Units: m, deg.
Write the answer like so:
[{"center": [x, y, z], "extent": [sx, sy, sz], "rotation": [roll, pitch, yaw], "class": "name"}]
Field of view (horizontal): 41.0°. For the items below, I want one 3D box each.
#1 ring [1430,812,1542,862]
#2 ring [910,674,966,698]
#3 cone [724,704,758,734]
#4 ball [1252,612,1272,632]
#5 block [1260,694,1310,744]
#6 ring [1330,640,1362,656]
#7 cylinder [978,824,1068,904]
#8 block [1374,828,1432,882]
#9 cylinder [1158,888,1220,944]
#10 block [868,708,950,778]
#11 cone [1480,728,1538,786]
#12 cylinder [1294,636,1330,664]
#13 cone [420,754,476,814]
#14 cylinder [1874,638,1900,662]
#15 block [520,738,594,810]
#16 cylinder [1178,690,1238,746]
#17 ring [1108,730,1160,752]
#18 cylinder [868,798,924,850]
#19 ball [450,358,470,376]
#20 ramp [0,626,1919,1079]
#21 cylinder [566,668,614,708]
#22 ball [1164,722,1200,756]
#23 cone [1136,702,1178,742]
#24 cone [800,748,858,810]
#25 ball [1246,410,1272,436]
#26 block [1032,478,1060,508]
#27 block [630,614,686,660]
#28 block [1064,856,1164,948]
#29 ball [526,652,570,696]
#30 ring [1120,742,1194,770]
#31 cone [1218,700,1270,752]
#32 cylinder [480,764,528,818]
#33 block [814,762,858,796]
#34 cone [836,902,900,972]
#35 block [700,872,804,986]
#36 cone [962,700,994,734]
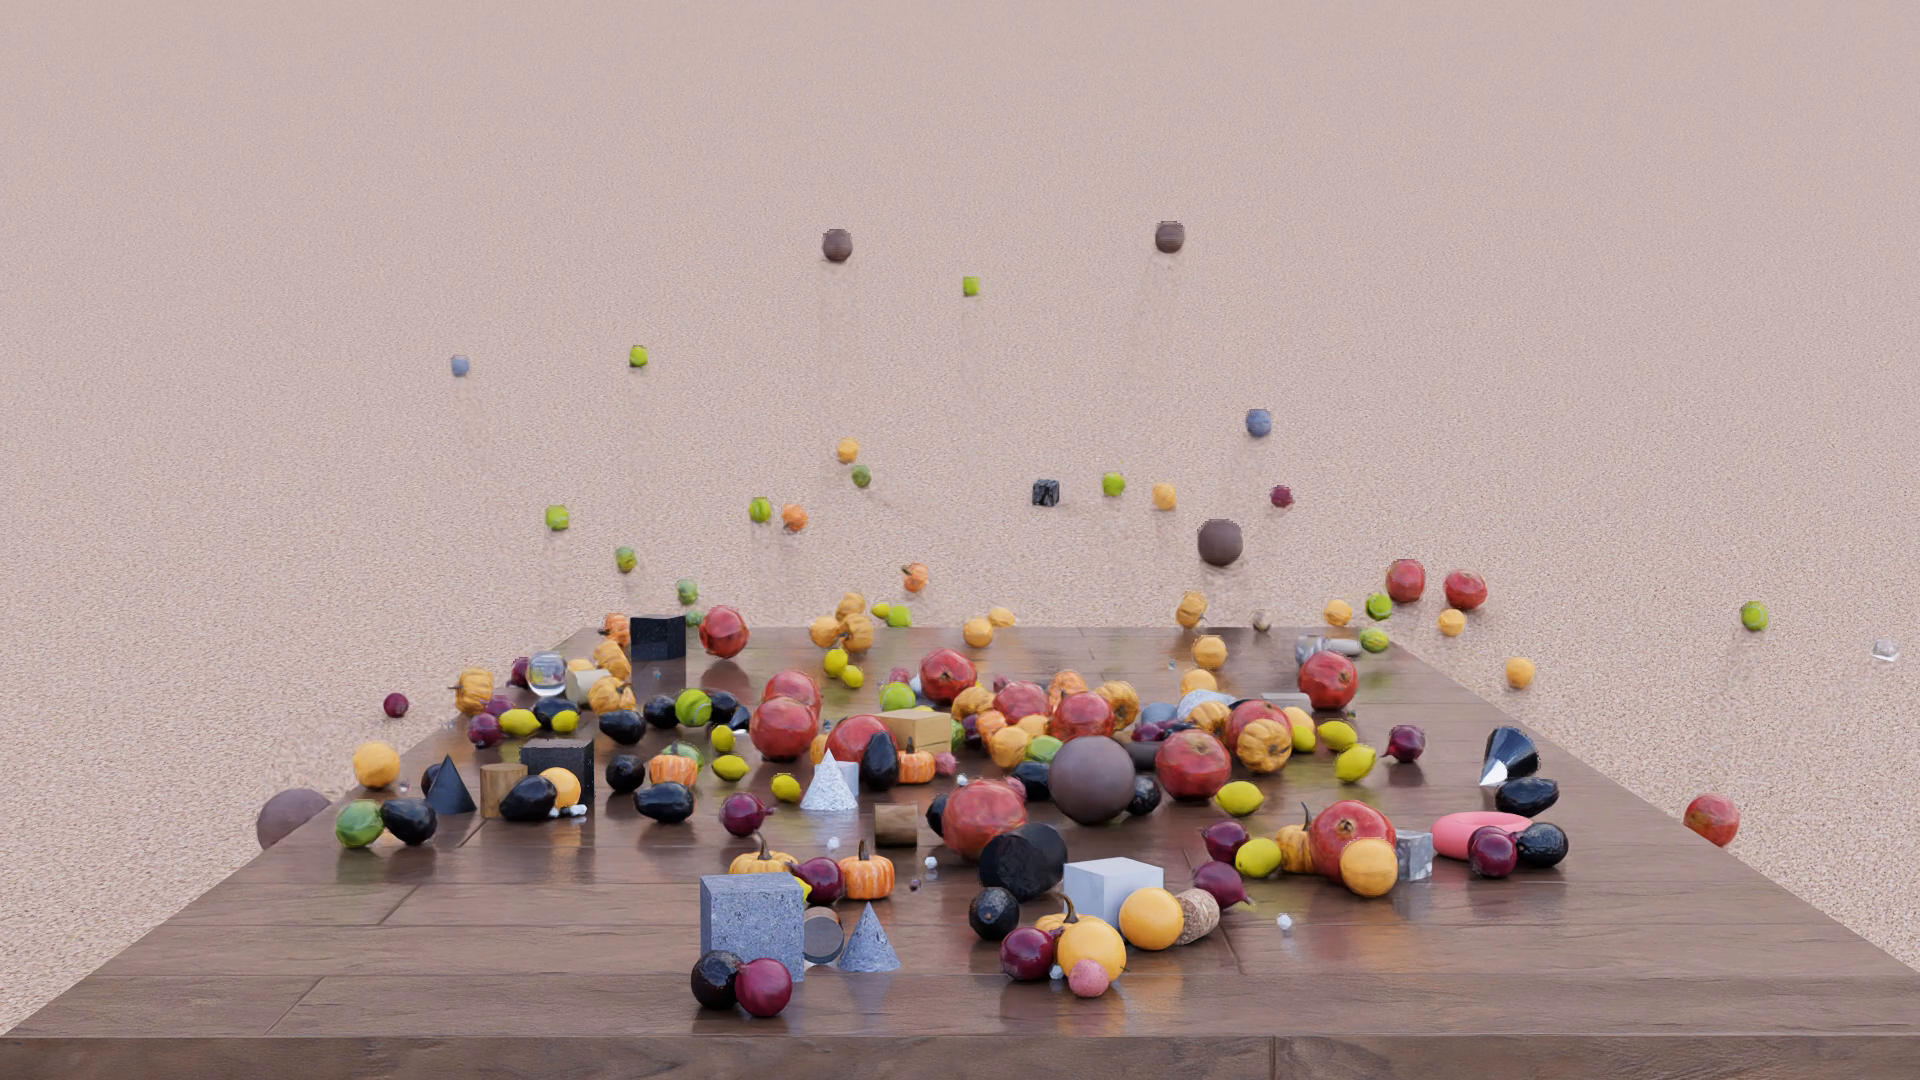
[{"center": [0.714, 0.403, 3.485], "extent": [0.150, 0.050, 0.150], "rotation": [-1, 5, 0], "class": "ring"}, {"center": [-0.044, 0.295, 5.167], "extent": [0.116, 0.039, 0.116], "rotation": [0, 5, 0], "class": "ring"}, {"center": [-0.407, 0.337, 4.641], "extent": [0.057, 0.057, 0.057], "rotation": [-32, 33, -26], "class": "cone"}, {"center": [0.754, 0.203, 6.413], "extent": [0.052, 0.052, 0.052], "rotation": [0, 19, 0], "class": "ball"}, {"center": [0.575, 0.316, 4.535], "extent": [0.081, 0.081, 0.081], "rotation": [0, 4, 2], "class": "block"}, {"center": [0.877, 0.247, 5.905], "extent": [0.098, 0.033, 0.098], "rotation": [1, 3, 0], "class": "ring"}, {"center": [0.080, 0.403, 3.204], "extent": [0.087, 0.087, 0.087], "rotation": [8, 7, 22], "class": "cylinder"}, {"center": [0.577, 0.410, 3.341], "extent": [0.054, 0.054, 0.054], "rotation": [3, 5, 41], "class": "block"}, {"center": [0.265, 0.435, 2.968], "extent": [0.055, 0.055, 0.055], "rotation": [11, 7, 28], "class": "cylinder"}, {"center": [-0.082, 0.332, 4.194], "extent": [0.095, 0.095, 0.095], "rotation": [3, 5, 36], "class": "block"}, {"center": [0.854, 0.365, 4.088], "extent": [0.095, 0.095, 0.095], "rotation": [18, 42, 41], "class": "cone"}, {"center": [0.784, 0.246, 5.706], "extent": [0.062, 0.062, 0.062], "rotation": [2, 18, 26], "class": "cylinder"}, {"center": [-0.767, 0.361, 3.843], "extent": [0.085, 0.085, 0.085], "rotation": [0, 4, 0], "class": "cone"}, {"center": [2.373, 0.282, 6.572], "extent": [0.050, 0.050, 0.050], "rotation": [14, 24, 33], "class": "cylinder"}, {"center": [-0.608, 0.354, 3.879], "extent": [0.094, 0.094, 0.094], "rotation": [0, 4, 1], "class": "block"}, {"center": [0.444, 0.313, 4.532], "extent": [0.088, 0.088, 0.088], "rotation": [-8, 7, -23], "class": "cylinder"}, {"center": [0.302, 0.348, 4.441], "extent": [0.089, 0.030, 0.089], "rotation": [-1, 4, 0], "class": "ring"}, {"center": [-0.088, 0.395, 3.548], "extent": [0.058, 0.058, 0.058], "rotation": [-27, 24, -5], "class": "cylinder"}, {"center": [-1.781, -0.618, 9.136], "extent": [0.066, 0.066, 0.066], "rotation": [0, 19, 0], "class": "ball"}, {"center": [0.045, 0.407, 4.538], "extent": [2.000, 0.100, 4.000], "rotation": [0, 4, 0], "class": "ramp"}, {"center": [-0.722, 0.289, 5.002], "extent": [0.072, 0.072, 0.072], "rotation": [-2, 18, -30], "class": "cylinder"}, {"center": [0.376, 0.339, 4.340], "extent": [0.062, 0.062, 0.062], "rotation": [0, 19, 0], "class": "ball"}, {"center": [0.356, 0.339, 4.556], "extent": [0.074, 0.074, 0.074], "rotation": [-3, 48, -8], "class": "cone"}, {"center": [-0.198, 0.357, 3.876], "extent": [0.088, 0.088, 0.088], "rotation": [0, 4, 0], "class": "cone"}, {"center": [0.982, -0.382, 8.427], "extent": [0.087, 0.087, 0.087], "rotation": [0, 19, 0], "class": "ball"}, {"center": [0.260, -0.143, 7.774], "extent": [0.064, 0.064, 0.064], "rotation": [7, 20, 20], "class": "block"}, {"center": [-0.689, 0.221, 5.859], "extent": [0.093, 0.093, 0.093], "rotation": [1, 4, 20], "class": "block"}, {"center": [0.178, 0.420, 2.984], "extent": [0.083, 0.083, 0.083], "rotation": [-2, 5, -31], "class": "block"}, {"center": [-0.827, 0.270, 5.152], "extent": [0.088, 0.088, 0.088], "rotation": [0, 19, 0], "class": "ball"}, {"center": [0.326, 0.356, 4.242], "extent": [0.120, 0.040, 0.120], "rotation": [1, 0, 0], "class": "ring"}, {"center": [0.500, 0.342, 4.440], "extent": [0.094, 0.094, 0.094], "rotation": [-2, 31, -6], "class": "cone"}, {"center": [-0.676, 0.371, 3.805], "extent": [0.070, 0.070, 0.070], "rotation": [0, 4, 0], "class": "cylinder"}, {"center": [-0.190, 0.370, 3.957], "extent": [0.051, 0.051, 0.051], "rotation": [2, 4, 22], "class": "block"}, {"center": [-0.101, 0.435, 2.844], "extent": [0.071, 0.071, 0.071], "rotation": [0, 4, 0], "class": "cone"}, {"center": [-0.228, 0.424, 2.804], "extent": [0.100, 0.100, 0.100], "rotation": [-1, 4, -13], "class": "block"}, {"center": [0.046, 0.334, 4.658], "extent": [0.064, 0.064, 0.064], "rotation": [-9, 34, -25], "class": "cone"}]
